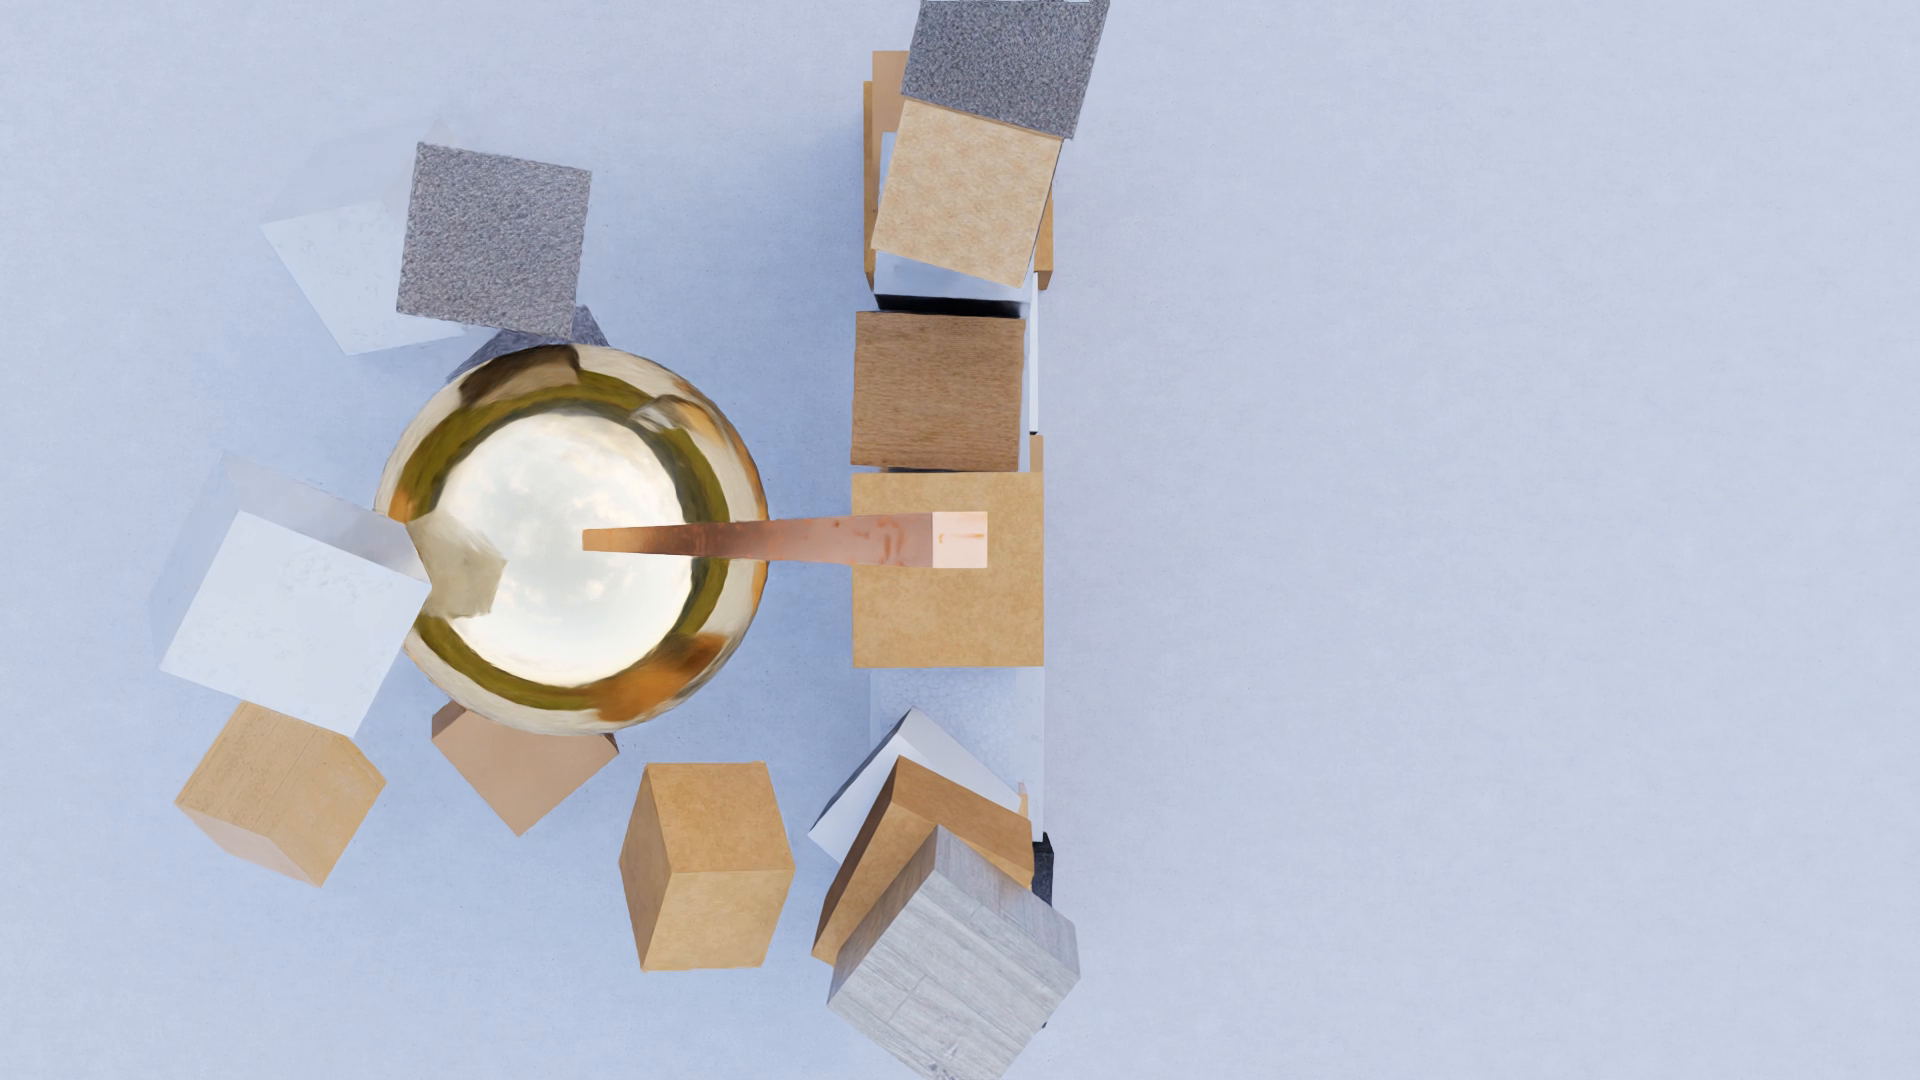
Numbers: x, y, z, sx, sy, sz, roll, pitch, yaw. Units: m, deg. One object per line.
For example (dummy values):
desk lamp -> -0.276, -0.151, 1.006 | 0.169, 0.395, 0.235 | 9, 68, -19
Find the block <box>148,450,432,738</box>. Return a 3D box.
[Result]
block -> -2.420, 0.190, 7.917 | 0.717, 0.666, 0.628 | 25, 99, -29

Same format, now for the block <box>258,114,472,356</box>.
block -> -3.080, -1.652, 11.957 | 0.805, 0.796, 0.892 | -7, 131, 24

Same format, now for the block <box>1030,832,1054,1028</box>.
block -> -0.007, 2.045, 11.769 | 0.934, 0.883, 0.904 | 3, 90, 0

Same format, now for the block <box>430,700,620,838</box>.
block -> -2.416, 1.079, 12.199 | 0.709, 0.636, 0.718 | -40, 104, -5

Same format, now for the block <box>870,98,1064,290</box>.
block -> 0.058, -1.647, 9.996 | 0.701, 0.729, 0.683 | 15, 113, 0

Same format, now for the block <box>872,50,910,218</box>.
block -> -0.018, -2.089, 11.633 | 0.855, 0.845, 0.811 | 0, 90, 0

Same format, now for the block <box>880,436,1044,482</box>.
block -> 0.008, -0.156, 12.511 | 0.897, 0.978, 0.837 | 0, 90, 0

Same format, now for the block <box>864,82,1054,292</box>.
block -> -0.010, -1.997, 12.528 | 1.036, 0.945, 1.045 | 0, 90, 0

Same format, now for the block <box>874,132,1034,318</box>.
block -> -0.012, -1.535, 10.832 | 0.754, 0.737, 0.772 | 3, 90, 0

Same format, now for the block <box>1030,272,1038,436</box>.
block -> 0.016, -1.028, 12.517 | 0.819, 0.965, 0.868 | 0, 90, 0

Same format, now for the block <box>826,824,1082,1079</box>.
block -> -0.021, 1.693, 8.780 | 0.708, 0.654, 0.691 | 37, 97, -4

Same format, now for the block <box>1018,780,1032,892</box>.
block -> 0.017, 1.592, 11.026 | 0.647, 0.609, 0.683 | -2, 90, 0

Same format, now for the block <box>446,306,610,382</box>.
block -> -2.261, -0.819, 11.959 | 0.615, 0.599, 0.616 | -5, 123, 40

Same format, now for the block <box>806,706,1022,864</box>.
block -> -0.197, 1.293, 10.296 | 0.693, 0.778, 0.627 | 41, 97, 0

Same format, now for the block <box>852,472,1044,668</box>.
block -> -0.057, 0.132, 10.787 | 0.899, 0.955, 0.913 | 0, 91, 0

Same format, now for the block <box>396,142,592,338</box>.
block -> -1.877, -1.190, 8.881 | 0.670, 0.728, 0.658 | 8, 94, -12

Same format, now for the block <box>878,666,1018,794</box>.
block -> -0.054, 0.914, 11.017 | 0.673, 0.549, 0.627 | -1, 94, 0

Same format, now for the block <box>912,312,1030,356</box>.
block -> 0.005, -1.304, 11.618 | 0.702, 0.835, 0.717 | 0, 90, 0

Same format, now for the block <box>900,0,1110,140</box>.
block -> 0.235, -2.332, 9.801 | 0.784, 0.762, 0.773 | 15, 113, -1

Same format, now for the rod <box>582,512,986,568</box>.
rod -> -0.680, 0.000, 5.650 | 0.080, 5.200, 0.080 | 0, 90, -15

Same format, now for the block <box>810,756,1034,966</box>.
block -> -0.150, 1.492, 9.493 | 0.664, 0.811, 0.739 | 27, 98, -3

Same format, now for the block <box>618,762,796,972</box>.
block -> -1.048, 1.333, 9.013 | 0.508, 0.585, 0.608 | 2, 131, -23

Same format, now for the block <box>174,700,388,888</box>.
block -> -3.656, 1.358, 11.870 | 0.670, 0.588, 0.684 | 14, 60, 24

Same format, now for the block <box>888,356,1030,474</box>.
block -> -0.005, -0.602, 11.670 | 0.726, 0.706, 0.666 | 0, 88, 0

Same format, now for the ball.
ball -> -1.569, 0.000, 8.932 | 1.600, 1.600, 1.600 | 0, 90, 0

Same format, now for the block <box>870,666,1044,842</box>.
block -> -0.017, 1.111, 11.870 | 0.909, 0.739, 0.923 | 1, 90, 0

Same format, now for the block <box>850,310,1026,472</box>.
block -> -0.110, -0.743, 10.815 | 0.799, 0.802, 0.727 | 2, 96, -1
